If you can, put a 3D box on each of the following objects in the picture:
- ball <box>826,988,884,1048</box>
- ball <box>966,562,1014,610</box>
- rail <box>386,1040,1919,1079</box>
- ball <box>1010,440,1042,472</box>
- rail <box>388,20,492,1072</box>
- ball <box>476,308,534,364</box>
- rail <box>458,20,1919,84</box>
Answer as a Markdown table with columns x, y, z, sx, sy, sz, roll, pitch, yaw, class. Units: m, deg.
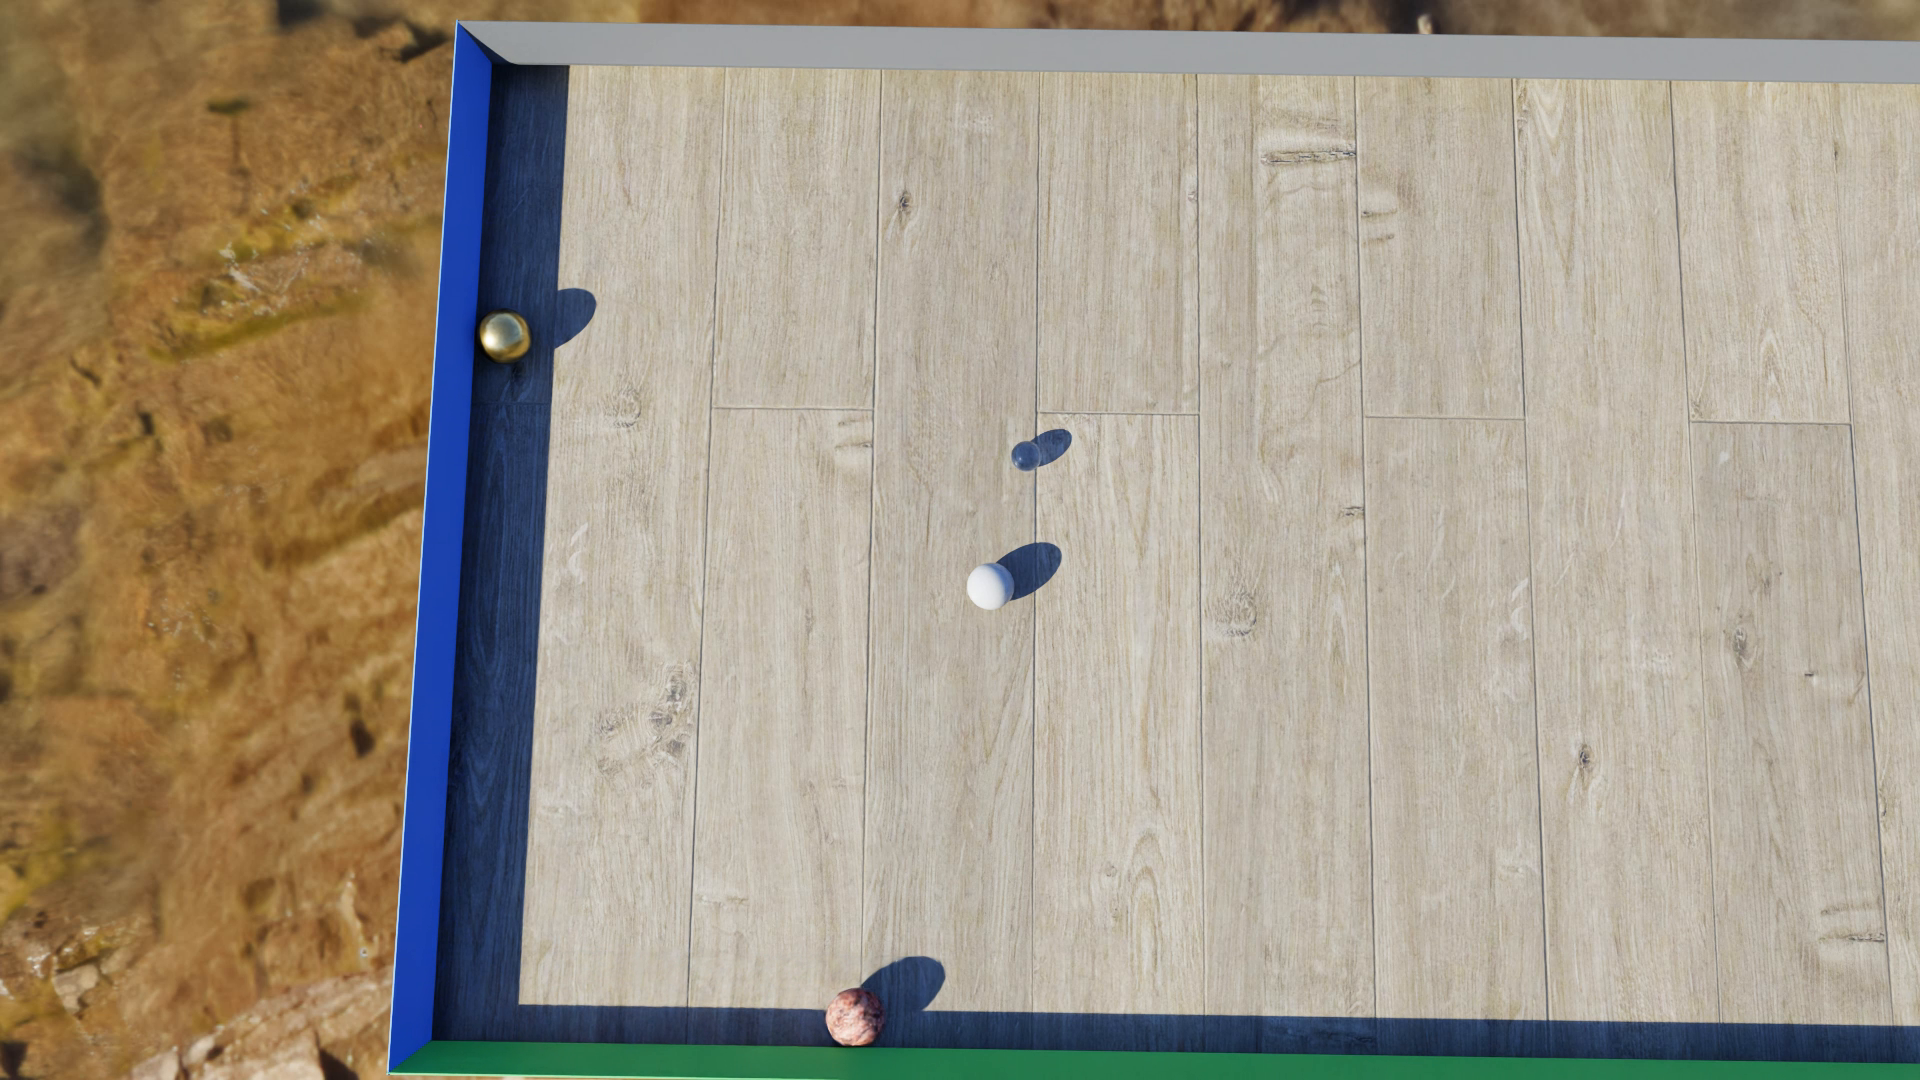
| x | y | z | sx | sy | sz | roll | pitch | yaw | class |
| --- | --- | --- | --- | --- | --- | --- | --- | --- | --- |
| -0.150 | 0.685 | 3.153 | 0.084 | 0.084 | 0.084 | 0 | 78 | 0 | ball |
| 0.046 | 0.069 | 3.287 | 0.071 | 0.071 | 0.071 | 0 | 78 | 0 | ball |
| 0.777 | 0.758 | 3.123 | 3.154 | 0.112 | 0.045 | 1 | 78 | 0 | rail |
| 0.101 | -0.127 | 3.340 | 0.047 | 0.047 | 0.047 | 0 | 78 | 0 | ball |
| -0.765 | -0.016 | 3.283 | 0.045 | 0.112 | 1.580 | 1 | 78 | 0 | rail |
| -0.696 | -0.311 | 3.357 | 0.086 | 0.086 | 0.086 | 0 | 78 | 0 | ball |
| 0.800 | -0.743 | 3.432 | 3.154 | 0.112 | 0.045 | 1 | 78 | 0 | rail |
